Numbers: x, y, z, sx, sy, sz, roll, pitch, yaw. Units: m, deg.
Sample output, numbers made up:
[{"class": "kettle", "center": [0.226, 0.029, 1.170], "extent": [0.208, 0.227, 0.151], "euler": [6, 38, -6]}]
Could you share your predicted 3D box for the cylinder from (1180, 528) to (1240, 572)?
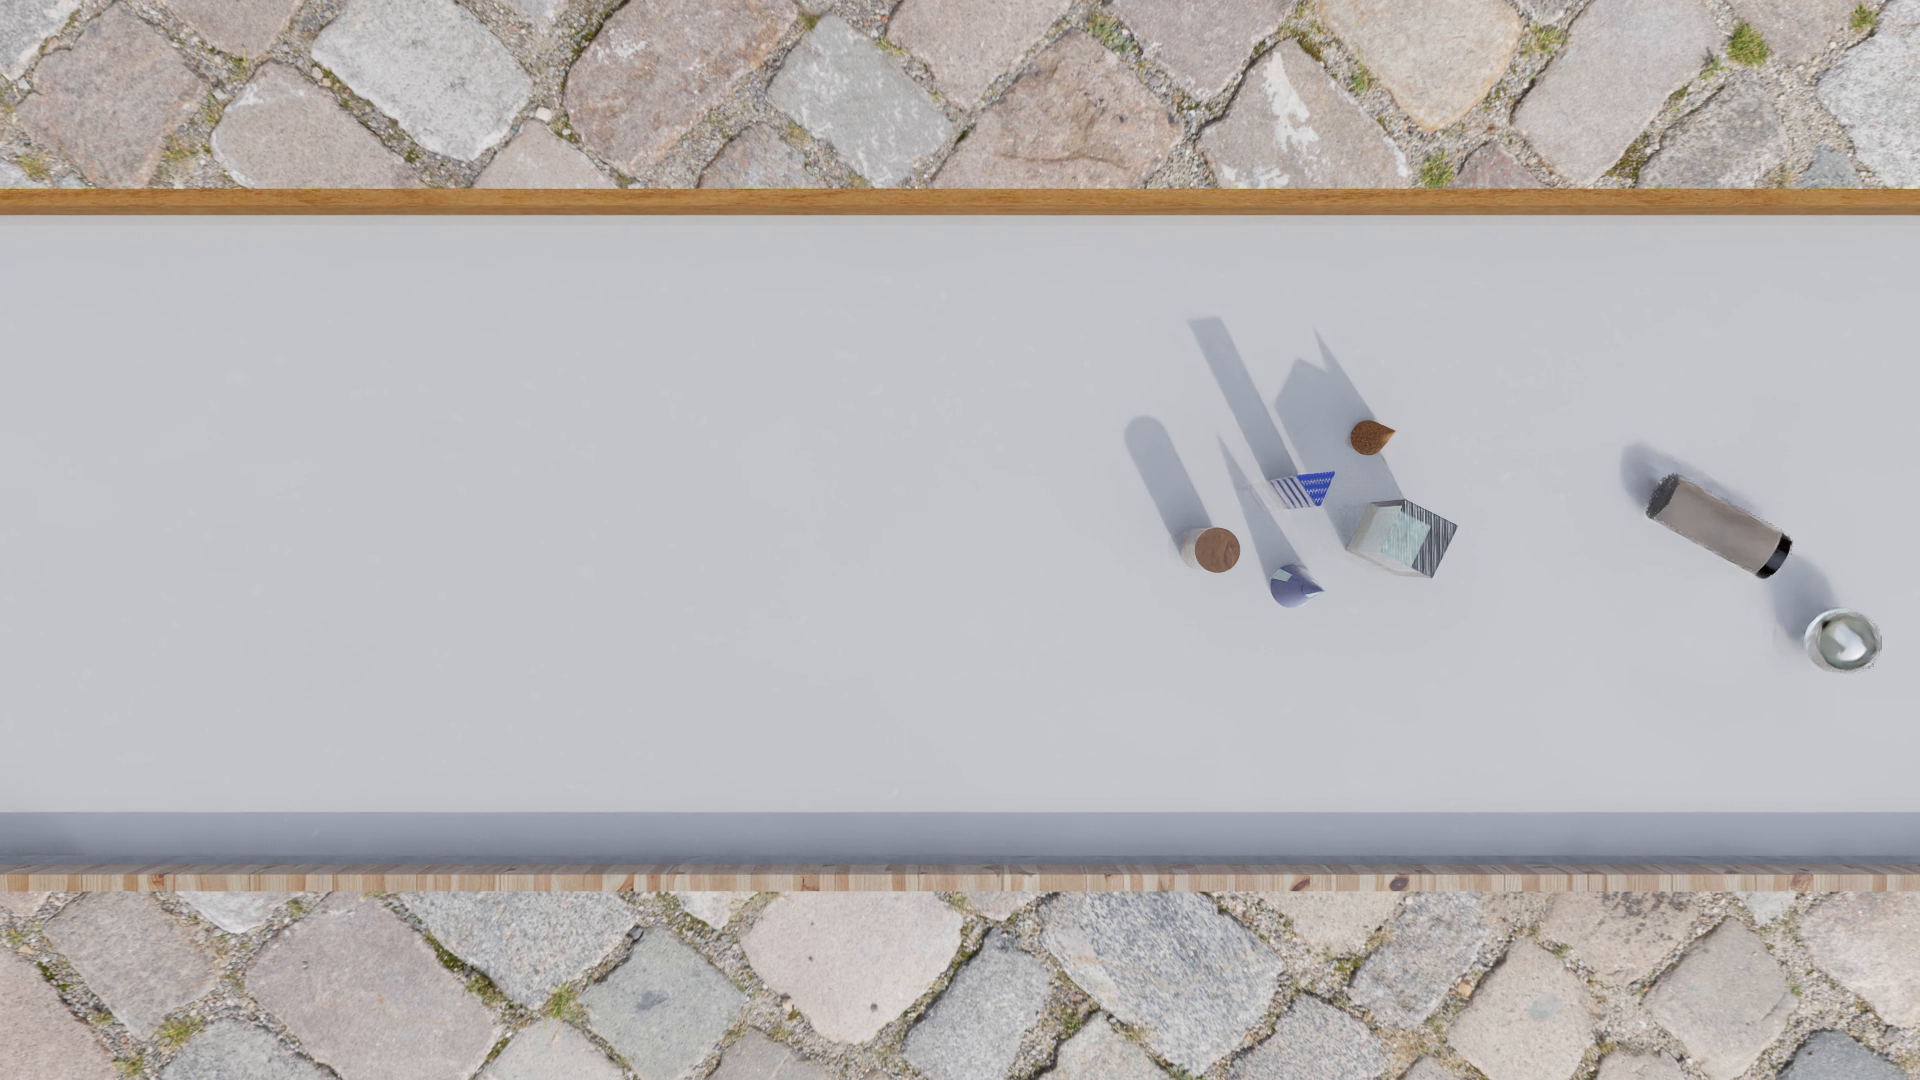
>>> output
[{"class": "cylinder", "center": [0.743, 0.029, 4.918], "extent": [0.132, 0.317, 0.132], "euler": [0, 90, 0]}]

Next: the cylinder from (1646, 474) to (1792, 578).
[{"class": "cylinder", "center": [2.299, -0.040, 5.002], "extent": [0.387, 0.150, 0.150], "euler": [29, 90, 0]}]

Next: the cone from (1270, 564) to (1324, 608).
[{"class": "cone", "center": [1.023, 0.142, 4.849], "extent": [0.136, 0.455, 0.136], "euler": [0, 90, 0]}]

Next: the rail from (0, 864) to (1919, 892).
[{"class": "rail", "center": [-2.247, 1.025, 5.001], "extent": [12.000, 0.150, 0.050], "euler": [0, 90, 0]}]

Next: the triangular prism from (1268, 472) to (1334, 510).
[{"class": "triangular prism", "center": [1.013, -0.164, 4.850], "extent": [0.091, 0.453, 0.106], "euler": [-35, 90, 0]}]

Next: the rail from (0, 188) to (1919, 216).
[{"class": "rail", "center": [-2.247, -1.025, 5.002], "extent": [12.000, 0.150, 0.050], "euler": [0, 90, 0]}]

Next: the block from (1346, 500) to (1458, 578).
[{"class": "block", "center": [1.300, -0.003, 4.873], "extent": [0.167, 0.408, 0.167], "euler": [27, 90, 0]}]

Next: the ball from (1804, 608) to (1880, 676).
[{"class": "ball", "center": [2.660, 0.307, 4.976], "extent": [0.202, 0.202, 0.202], "euler": [0, 90, 0]}]

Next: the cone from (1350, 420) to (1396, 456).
[{"class": "cone", "center": [1.257, -0.315, 4.914], "extent": [0.108, 0.325, 0.108], "euler": [0, 90, 0]}]
